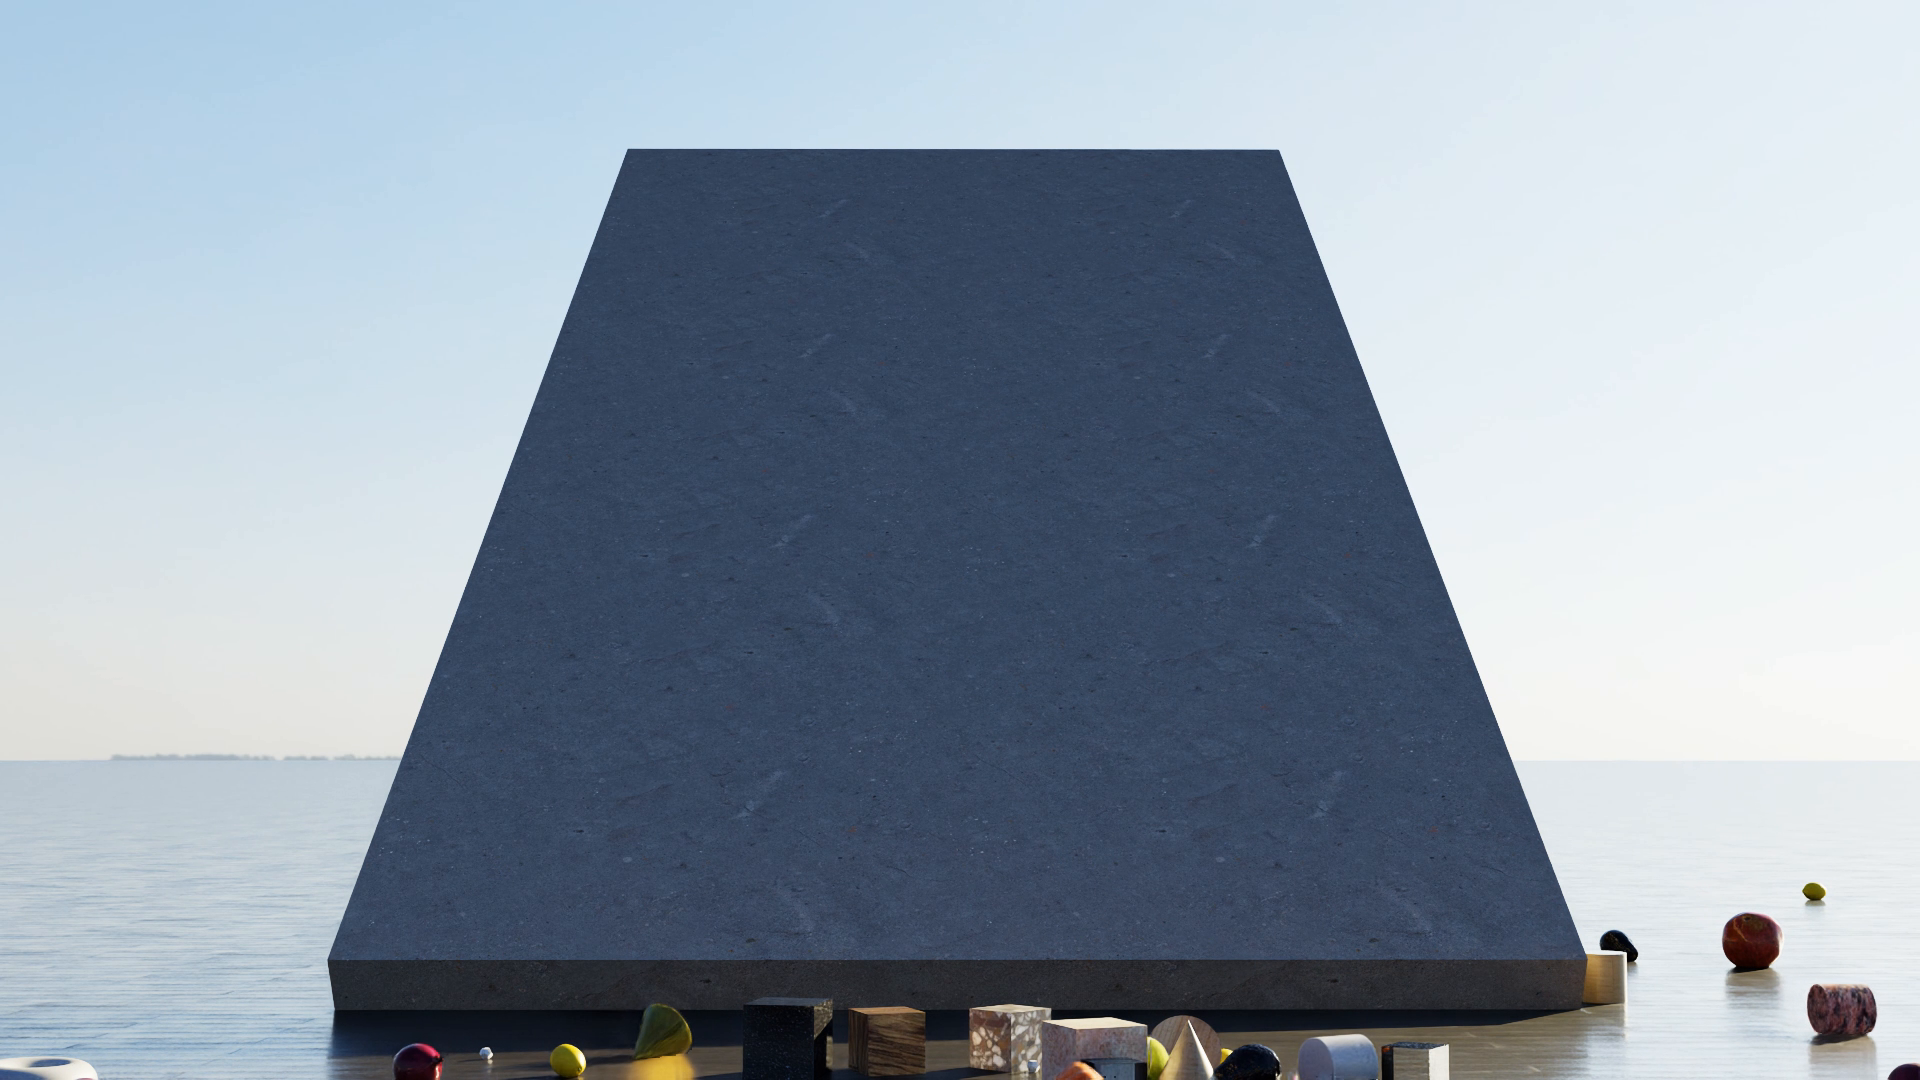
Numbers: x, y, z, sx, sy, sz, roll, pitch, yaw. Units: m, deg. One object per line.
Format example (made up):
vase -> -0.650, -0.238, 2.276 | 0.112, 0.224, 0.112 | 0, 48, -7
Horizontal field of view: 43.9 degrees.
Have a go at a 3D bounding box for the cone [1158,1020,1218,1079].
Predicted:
cone -> 0.270, 0.616, 2.822 | 0.096, 0.096, 0.096 | 0, -5, 0

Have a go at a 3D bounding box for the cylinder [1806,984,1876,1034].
cylinder -> 1.296, 0.689, 3.504 | 0.072, 0.072, 0.072 | 1, -5, -8

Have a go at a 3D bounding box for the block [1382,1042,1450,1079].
block -> 0.546, 0.637, 2.856 | 0.061, 0.061, 0.061 | -3, -6, 33

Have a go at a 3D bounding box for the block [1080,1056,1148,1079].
block -> 0.176, 0.626, 2.730 | 0.058, 0.058, 0.058 | 2, -5, -20

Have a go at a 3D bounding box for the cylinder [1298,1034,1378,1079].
cylinder -> 0.457, 0.635, 2.882 | 0.069, 0.069, 0.069 | 3, -6, -30

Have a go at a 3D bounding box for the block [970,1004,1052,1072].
block -> 0.066, 0.653, 3.128 | 0.076, 0.076, 0.076 | 5, -7, -45

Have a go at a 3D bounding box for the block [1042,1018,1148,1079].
block -> 0.158, 0.616, 2.807 | 0.093, 0.093, 0.093 | 2, -6, -23

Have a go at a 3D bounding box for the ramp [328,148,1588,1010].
ramp -> -0.011, -0.223, 5.572 | 2.000, 0.100, 4.000 | 0, 28, 0

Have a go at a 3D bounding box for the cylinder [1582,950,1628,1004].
cylinder -> 1.069, 0.727, 3.967 | 0.080, 0.080, 0.080 | 0, -5, 0

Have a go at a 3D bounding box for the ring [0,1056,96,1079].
ring -> -1.091, 0.639, 2.804 | 0.144, 0.048, 0.144 | 1, -5, 0

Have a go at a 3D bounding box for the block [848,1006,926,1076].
block -> -0.095, 0.649, 3.087 | 0.078, 0.078, 0.078 | 2, -6, -21

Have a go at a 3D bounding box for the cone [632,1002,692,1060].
cone -> -0.419, 0.681, 3.218 | 0.080, 0.080, 0.080 | -3, 21, 32

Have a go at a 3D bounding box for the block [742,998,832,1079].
block -> -0.220, 0.638, 3.051 | 0.093, 0.093, 0.093 | -1, -5, 12
